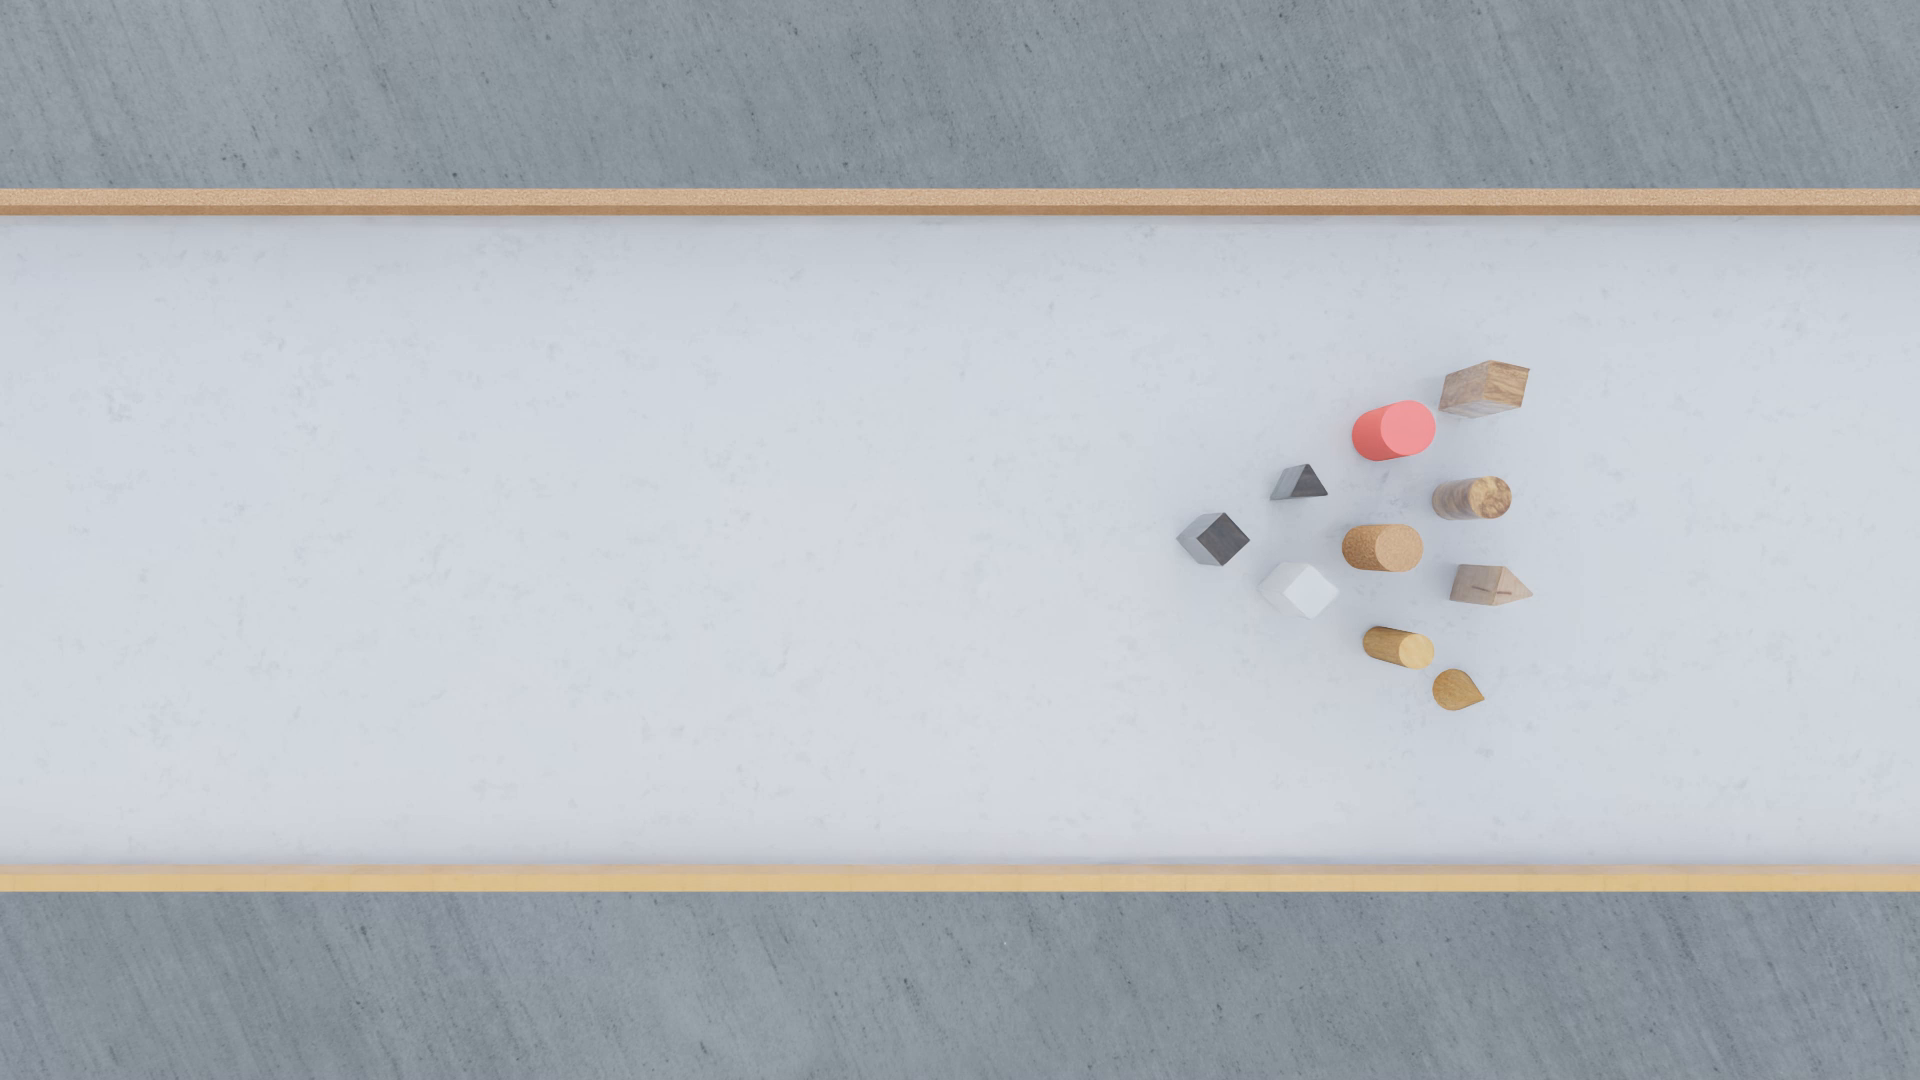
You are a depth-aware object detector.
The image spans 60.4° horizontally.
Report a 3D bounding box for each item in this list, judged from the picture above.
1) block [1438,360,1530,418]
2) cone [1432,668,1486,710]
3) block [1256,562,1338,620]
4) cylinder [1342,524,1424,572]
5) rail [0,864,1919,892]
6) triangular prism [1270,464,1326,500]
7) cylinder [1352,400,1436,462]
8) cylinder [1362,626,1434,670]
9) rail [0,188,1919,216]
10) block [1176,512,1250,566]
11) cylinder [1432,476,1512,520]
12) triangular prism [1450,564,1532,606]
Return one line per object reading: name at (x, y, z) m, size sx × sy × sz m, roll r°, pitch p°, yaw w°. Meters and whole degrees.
block at (1.538, -0.441, 4.862) m, size 0.113 × 0.429 × 0.113 m, roll 13°, pitch 90°, yaw 0°
cone at (1.519, 0.461, 4.922) m, size 0.129 × 0.309 × 0.129 m, roll 0°, pitch 90°, yaw 0°
block at (0.991, 0.148, 4.867) m, size 0.114 × 0.418 × 0.114 m, roll 44°, pitch 90°, yaw 0°
cylinder at (1.244, 0.023, 4.874) m, size 0.138 × 0.405 × 0.138 m, roll 0°, pitch 90°, yaw 0°
rail at (-2.247, 1.025, 5.001) m, size 12.000 × 0.150 × 0.050 m, roll 0°, pitch 90°, yaw 0°
triangular prism at (1.004, -0.174, 4.914) m, size 0.107 × 0.325 × 0.093 m, roll -3°, pitch 90°, yaw 0°
cylinder at (1.285, -0.322, 4.903) m, size 0.159 × 0.347 × 0.159 m, roll 0°, pitch 90°, yaw 0°
cylinder at (1.291, 0.316, 4.869) m, size 0.102 × 0.415 × 0.102 m, roll 0°, pitch 90°, yaw 0°
rail at (-2.247, -1.025, 5.002) m, size 12.000 × 0.150 × 0.050 m, roll 0°, pitch 90°, yaw 0°
block at (0.738, -0.002, 4.847) m, size 0.108 × 0.460 × 0.108 m, roll -43°, pitch 90°, yaw 0°
cylinder at (1.513, -0.121, 4.891) m, size 0.123 × 0.372 × 0.123 m, roll 0°, pitch 90°, yaw 0°
triangular prism at (1.551, 0.123, 4.868) m, size 0.116 × 0.417 × 0.100 m, roll -15°, pitch 90°, yaw 0°
